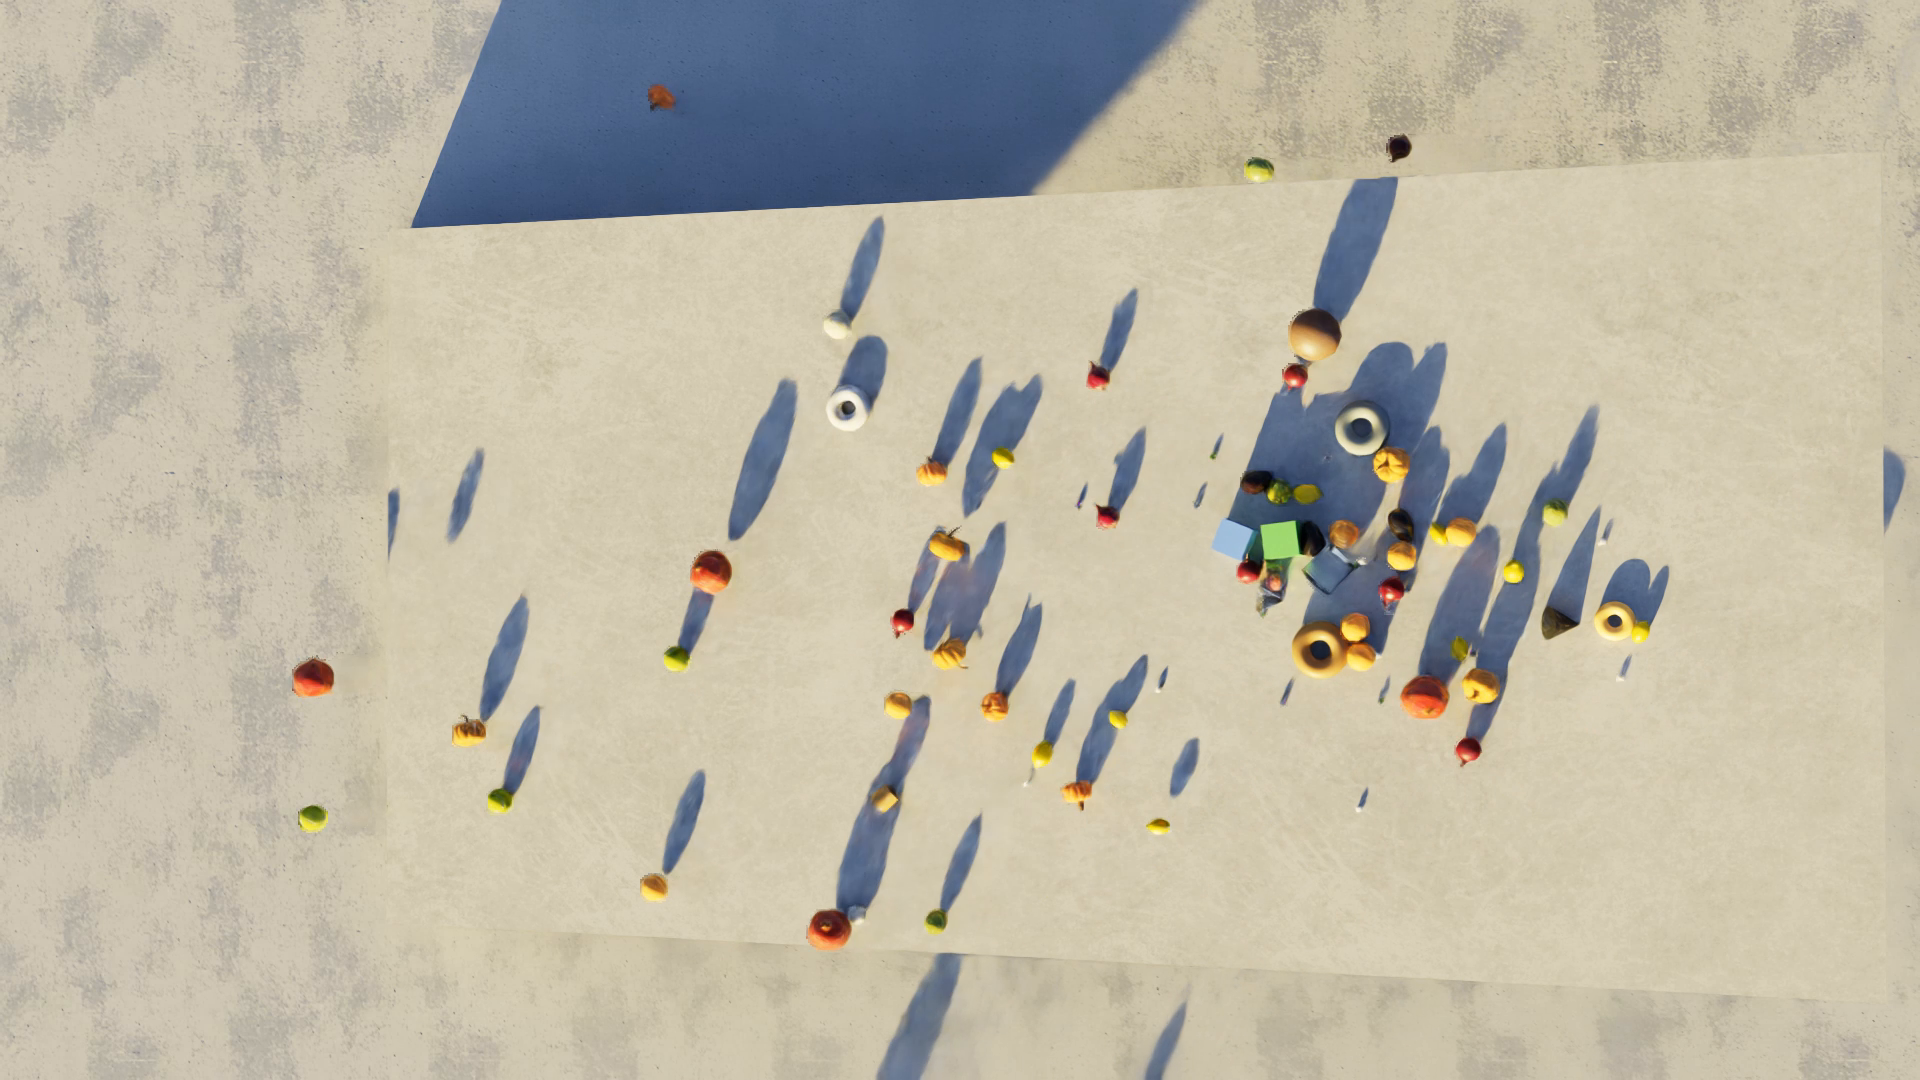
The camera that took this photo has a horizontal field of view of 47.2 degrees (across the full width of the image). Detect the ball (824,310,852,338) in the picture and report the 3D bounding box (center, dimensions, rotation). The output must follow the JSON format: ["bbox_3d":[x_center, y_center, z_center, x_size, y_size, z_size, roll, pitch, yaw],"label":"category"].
[{"bbox_3d":[-0.328,-0.579,5.908,0.076,0.076,0.076,0,89,0],"label":"ball"}]

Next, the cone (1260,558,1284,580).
[{"bbox_3d":[0.797,0.073,5.576,0.058,0.058,0.058,3,89,-9],"label":"cone"}]

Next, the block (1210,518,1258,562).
[{"bbox_3d":[0.696,-0.001,5.578,0.084,0.084,0.084,23,96,16],"label":"block"}]

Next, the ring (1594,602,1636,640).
[{"bbox_3d":[1.587,0.196,5.327,0.096,0.032,0.096,-1,88,18],"label":"ring"}]

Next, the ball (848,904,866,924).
[{"bbox_3d":[-0.275,1.001,5.882,0.051,0.051,0.051,0,89,0],"label":"ball"}]

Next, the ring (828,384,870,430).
[{"bbox_3d":[-0.300,-0.355,5.914,0.124,0.041,0.124,0,89,16],"label":"ring"}]

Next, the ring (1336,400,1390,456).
[{"bbox_3d":[1.008,-0.281,5.505,0.139,0.046,0.139,-1,86,20],"label":"ring"}]

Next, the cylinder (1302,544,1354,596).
[{"bbox_3d":[0.921,0.073,5.500,0.092,0.092,0.092,42,105,1],"label":"cylinder"}]

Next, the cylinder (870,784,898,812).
[{"bbox_3d":[-0.200,0.686,5.846,0.055,0.055,0.055,-44,89,-3],"label":"cylinder"}]

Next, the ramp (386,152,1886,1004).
[{"bbox_3d":[0.274,0.094,5.804,4.000,0.100,2.000,0,89,17],"label":"ramp"}]

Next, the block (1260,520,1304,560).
[{"bbox_3d":[0.813,0.001,5.541,0.087,0.087,0.087,-7,87,17],"label":"block"}]

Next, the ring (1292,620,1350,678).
[{"bbox_3d":[0.906,0.276,5.528,0.146,0.049,0.146,0,90,16],"label":"ring"}]

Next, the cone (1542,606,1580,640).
[{"bbox_3d":[1.473,0.205,5.359,0.083,0.083,0.083,3,89,-9],"label":"cone"}]
